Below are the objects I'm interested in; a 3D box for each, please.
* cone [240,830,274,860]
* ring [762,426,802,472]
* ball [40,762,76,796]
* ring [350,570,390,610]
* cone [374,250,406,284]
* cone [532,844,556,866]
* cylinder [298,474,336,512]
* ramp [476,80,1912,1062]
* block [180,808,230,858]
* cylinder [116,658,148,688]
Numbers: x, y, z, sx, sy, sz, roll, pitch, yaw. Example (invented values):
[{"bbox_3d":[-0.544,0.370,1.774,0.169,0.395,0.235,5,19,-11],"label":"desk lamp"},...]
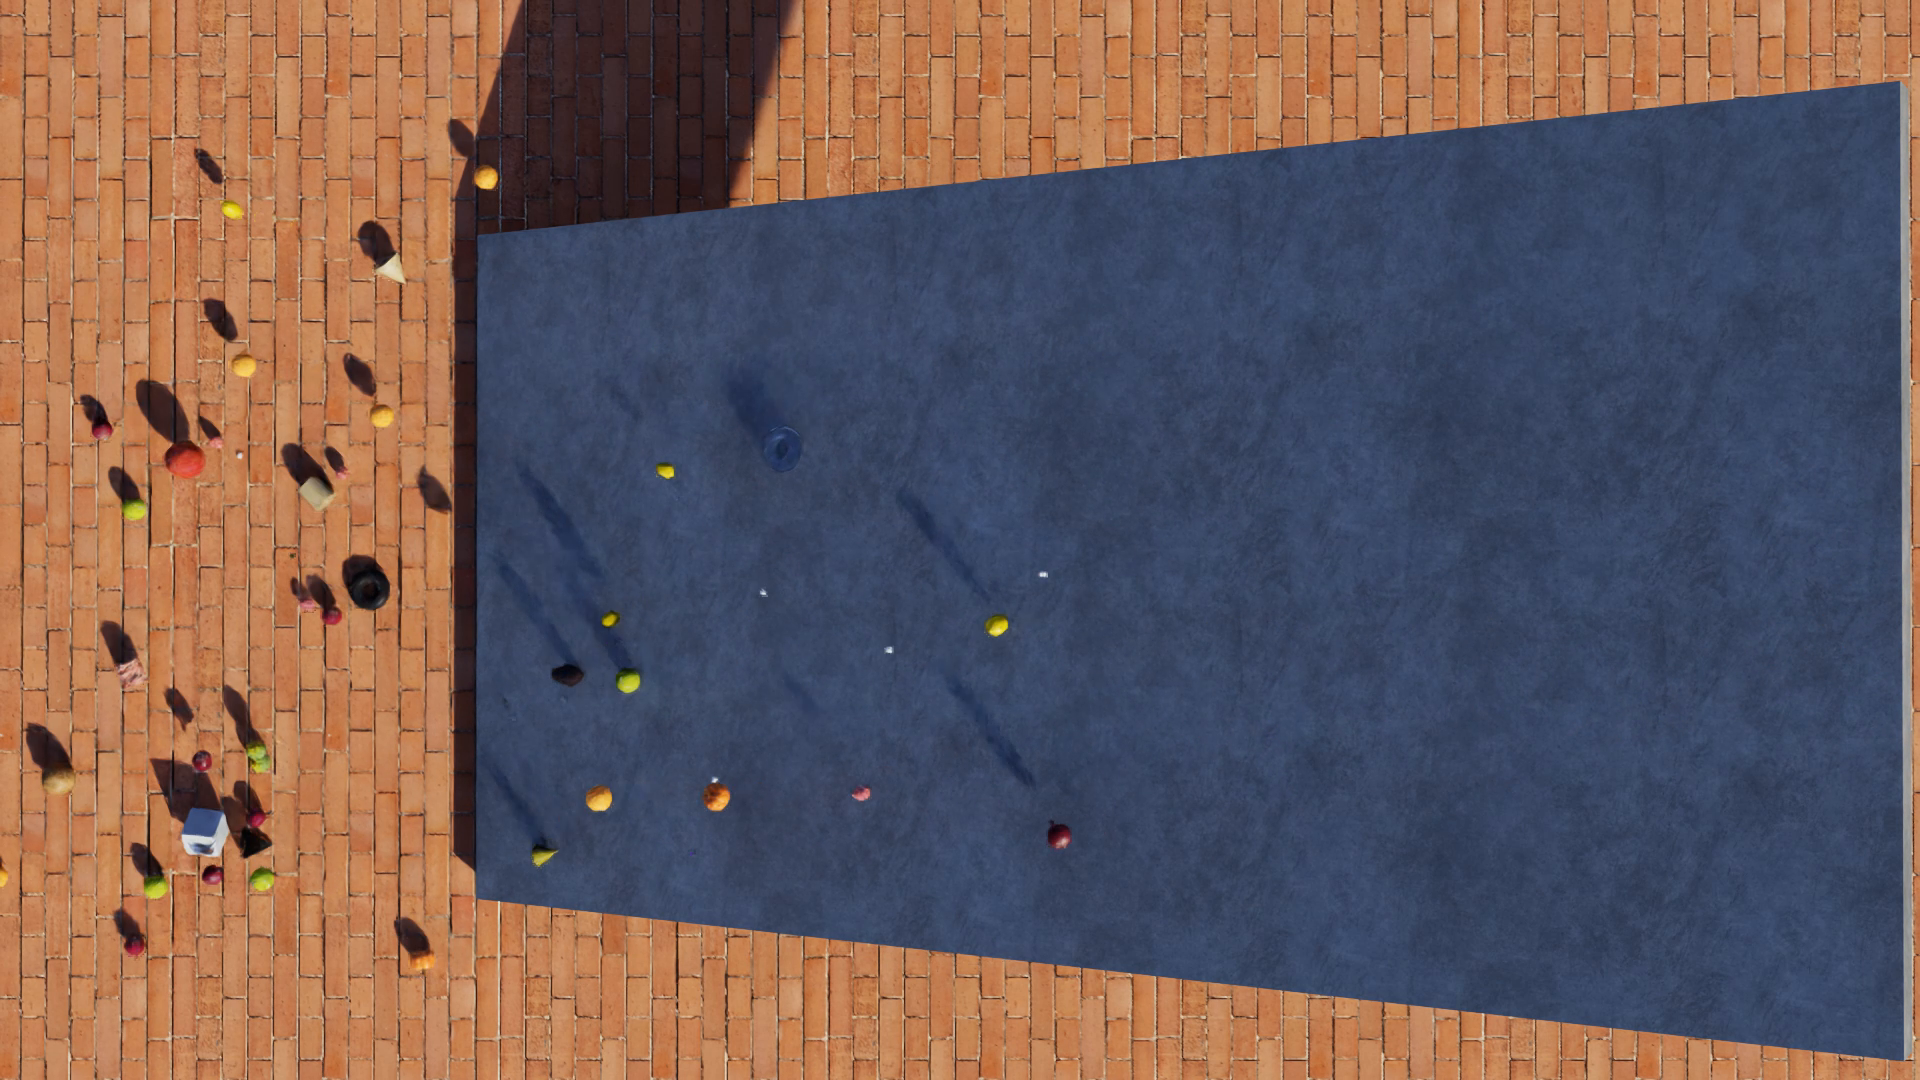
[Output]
[{"bbox_3d":[-2.132,0.926,6.684,0.093,0.093,0.093,3,89,-27],"label":"cone"},{"bbox_3d":[-0.483,-0.246,5.989,0.126,0.042,0.126,0,91,32],"label":"ring"},{"bbox_3d":[-2.729,0.724,6.657,0.098,0.098,0.098,0,89,0],"label":"ball"},{"bbox_3d":[-1.795,0.151,6.691,0.125,0.042,0.125,0,89,-1],"label":"ring"},{"bbox_3d":[-1.718,-0.813,6.695,0.096,0.096,0.096,-38,113,0],"label":"cone"},{"bbox_3d":[-1.208,0.917,6.437,0.064,0.064,0.064,-12,89,14],"label":"cone"},{"bbox_3d":[-1.950,-0.143,6.673,0.080,0.080,0.080,45,90,0],"label":"cylinder"},{"bbox_3d":[0.259,0.071,5.598,4.000,0.100,2.000,0,89,32],"label":"ramp"},{"bbox_3d":[-2.277,0.882,6.635,0.099,0.099,0.099,7,46,0],"label":"block"},{"bbox_3d":[-2.510,0.404,6.665,0.072,0.072,0.072,-21,96,0],"label":"cylinder"}]
